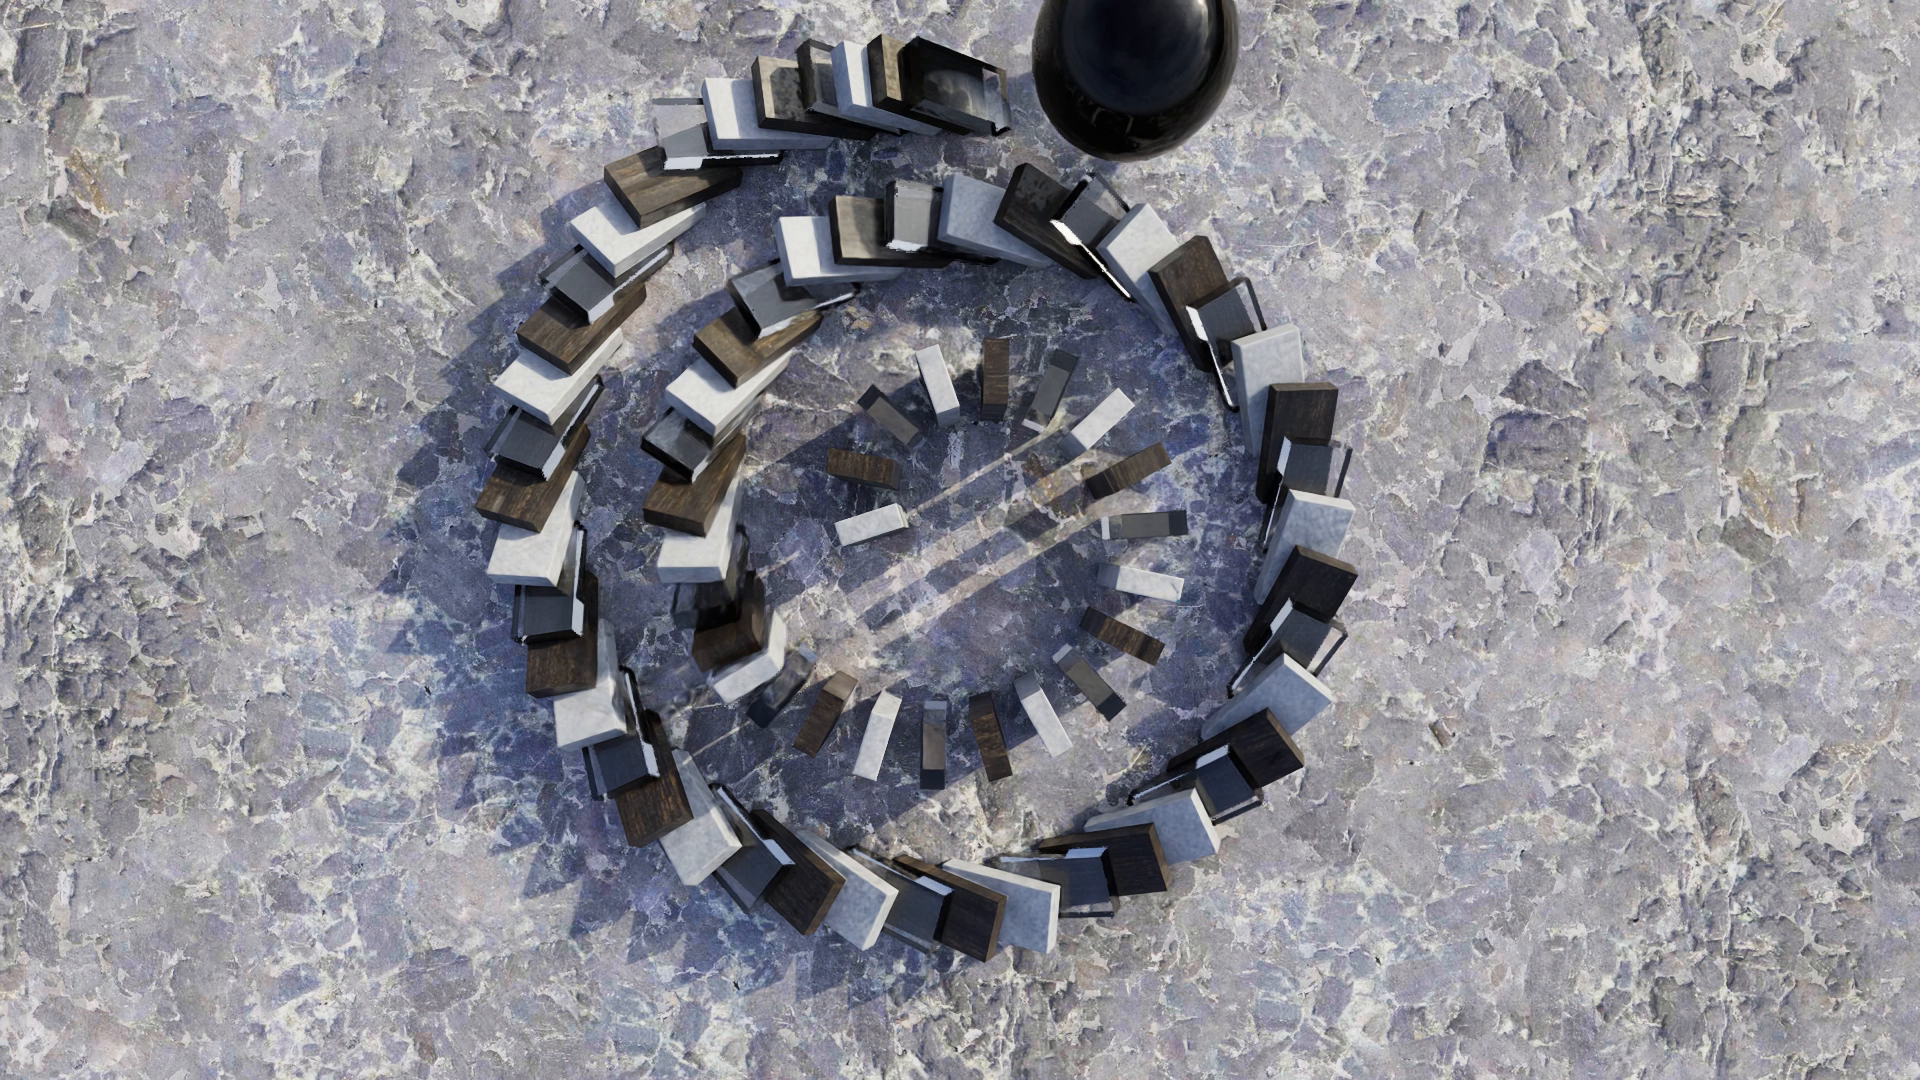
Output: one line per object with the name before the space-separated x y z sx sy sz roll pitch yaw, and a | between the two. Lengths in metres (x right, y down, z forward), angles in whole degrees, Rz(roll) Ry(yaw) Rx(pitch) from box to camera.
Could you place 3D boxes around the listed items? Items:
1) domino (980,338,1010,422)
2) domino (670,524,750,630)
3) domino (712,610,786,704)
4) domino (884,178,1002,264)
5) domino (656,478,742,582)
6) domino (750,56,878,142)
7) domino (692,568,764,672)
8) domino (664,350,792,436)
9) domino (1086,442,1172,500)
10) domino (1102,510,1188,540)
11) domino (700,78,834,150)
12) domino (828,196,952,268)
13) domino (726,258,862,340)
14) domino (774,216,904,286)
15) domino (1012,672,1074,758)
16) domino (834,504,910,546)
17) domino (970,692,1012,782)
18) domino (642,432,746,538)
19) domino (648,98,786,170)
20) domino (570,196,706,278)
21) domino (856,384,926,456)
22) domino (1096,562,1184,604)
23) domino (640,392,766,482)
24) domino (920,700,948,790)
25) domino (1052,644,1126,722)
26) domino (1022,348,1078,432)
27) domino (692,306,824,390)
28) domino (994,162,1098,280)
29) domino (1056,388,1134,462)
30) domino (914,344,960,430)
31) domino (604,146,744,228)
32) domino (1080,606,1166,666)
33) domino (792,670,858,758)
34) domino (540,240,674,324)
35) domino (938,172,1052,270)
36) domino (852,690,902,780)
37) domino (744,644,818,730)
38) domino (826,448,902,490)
domino | 0.014 -0.064 0.375 0.010 0.050 0.025 2 90 0
domino | -0.102 0.014 0.378 0.025 0.050 0.010 -9 130 0
domino | -0.085 0.047 0.375 0.025 0.050 0.010 -31 107 0
domino | -0.006 -0.133 0.385 0.050 0.009 0.025 1 90 -27
domino | -0.107 -0.005 0.380 0.025 0.010 0.050 -1 47 0
domino | -0.060 -0.184 0.383 0.050 0.009 0.025 -7 90 -31
domino | -0.094 0.032 0.376 0.025 0.050 0.010 -21 119 0
domino | -0.096 -0.069 0.383 0.025 0.010 0.050 37 60 0
domino | 0.068 -0.028 0.375 0.025 0.050 0.009 -28 90 0
domino | 0.074 -0.006 0.375 0.025 0.050 0.010 -4 90 0
domino | -0.080 -0.178 0.385 0.050 0.009 0.025 -12 90 -26
domino | -0.029 -0.129 0.384 0.050 0.009 0.025 -6 90 -27
domino | -0.069 -0.106 0.384 0.050 0.009 0.025 -32 90 -28
domino | -0.050 -0.122 0.384 0.050 0.010 0.025 -12 89 -27
domino | 0.033 0.070 0.375 0.010 0.050 0.025 -29 90 0
domino | -0.035 -0.006 0.375 0.025 0.050 0.010 -18 90 0
domino | 0.012 0.079 0.375 0.010 0.050 0.025 -17 90 0
domino | -0.109 -0.026 0.381 0.025 0.010 0.050 14 53 0
domino | -0.101 -0.171 0.385 0.050 0.009 0.025 -14 89 -26
domino | -0.134 -0.134 0.385 0.025 0.010 0.050 44 64 0
domino | -0.027 -0.048 0.375 0.025 0.050 0.009 41 90 0
domino | 0.072 0.017 0.375 0.025 0.050 0.009 12 90 0
domino | -0.107 -0.050 0.383 0.025 0.009 0.050 33 57 0
domino | -0.011 0.083 0.375 0.009 0.050 0.025 1 90 0
domino | 0.052 0.057 0.375 0.010 0.050 0.025 -43 90 0
domino | 0.036 -0.060 0.375 0.009 0.050 0.025 23 90 0
domino | -0.084 -0.088 0.384 0.025 0.010 0.050 45 61 0
domino | 0.041 -0.133 0.384 0.050 0.009 0.025 23 90 -27
domino | 0.054 -0.046 0.375 0.025 0.050 0.010 -43 90 0
domino | -0.009 -0.062 0.375 0.010 0.050 0.025 -19 90 0
domino | -0.120 -0.152 0.384 0.050 0.010 0.025 -37 90 -27
domino | 0.065 0.039 0.375 0.025 0.050 0.009 26 90 0
domino | -0.054 0.070 0.375 0.009 0.050 0.025 28 90 0
domino | -0.147 -0.116 0.385 0.025 0.009 0.050 38 64 0
domino | 0.016 -0.133 0.385 0.050 0.009 0.025 7 90 -27
domino | -0.033 0.079 0.375 0.009 0.050 0.025 17 90 0
domino | -0.072 0.059 0.375 0.009 0.050 0.025 43 90 -5
domino | -0.038 -0.028 0.375 0.025 0.050 0.010 11 90 0
